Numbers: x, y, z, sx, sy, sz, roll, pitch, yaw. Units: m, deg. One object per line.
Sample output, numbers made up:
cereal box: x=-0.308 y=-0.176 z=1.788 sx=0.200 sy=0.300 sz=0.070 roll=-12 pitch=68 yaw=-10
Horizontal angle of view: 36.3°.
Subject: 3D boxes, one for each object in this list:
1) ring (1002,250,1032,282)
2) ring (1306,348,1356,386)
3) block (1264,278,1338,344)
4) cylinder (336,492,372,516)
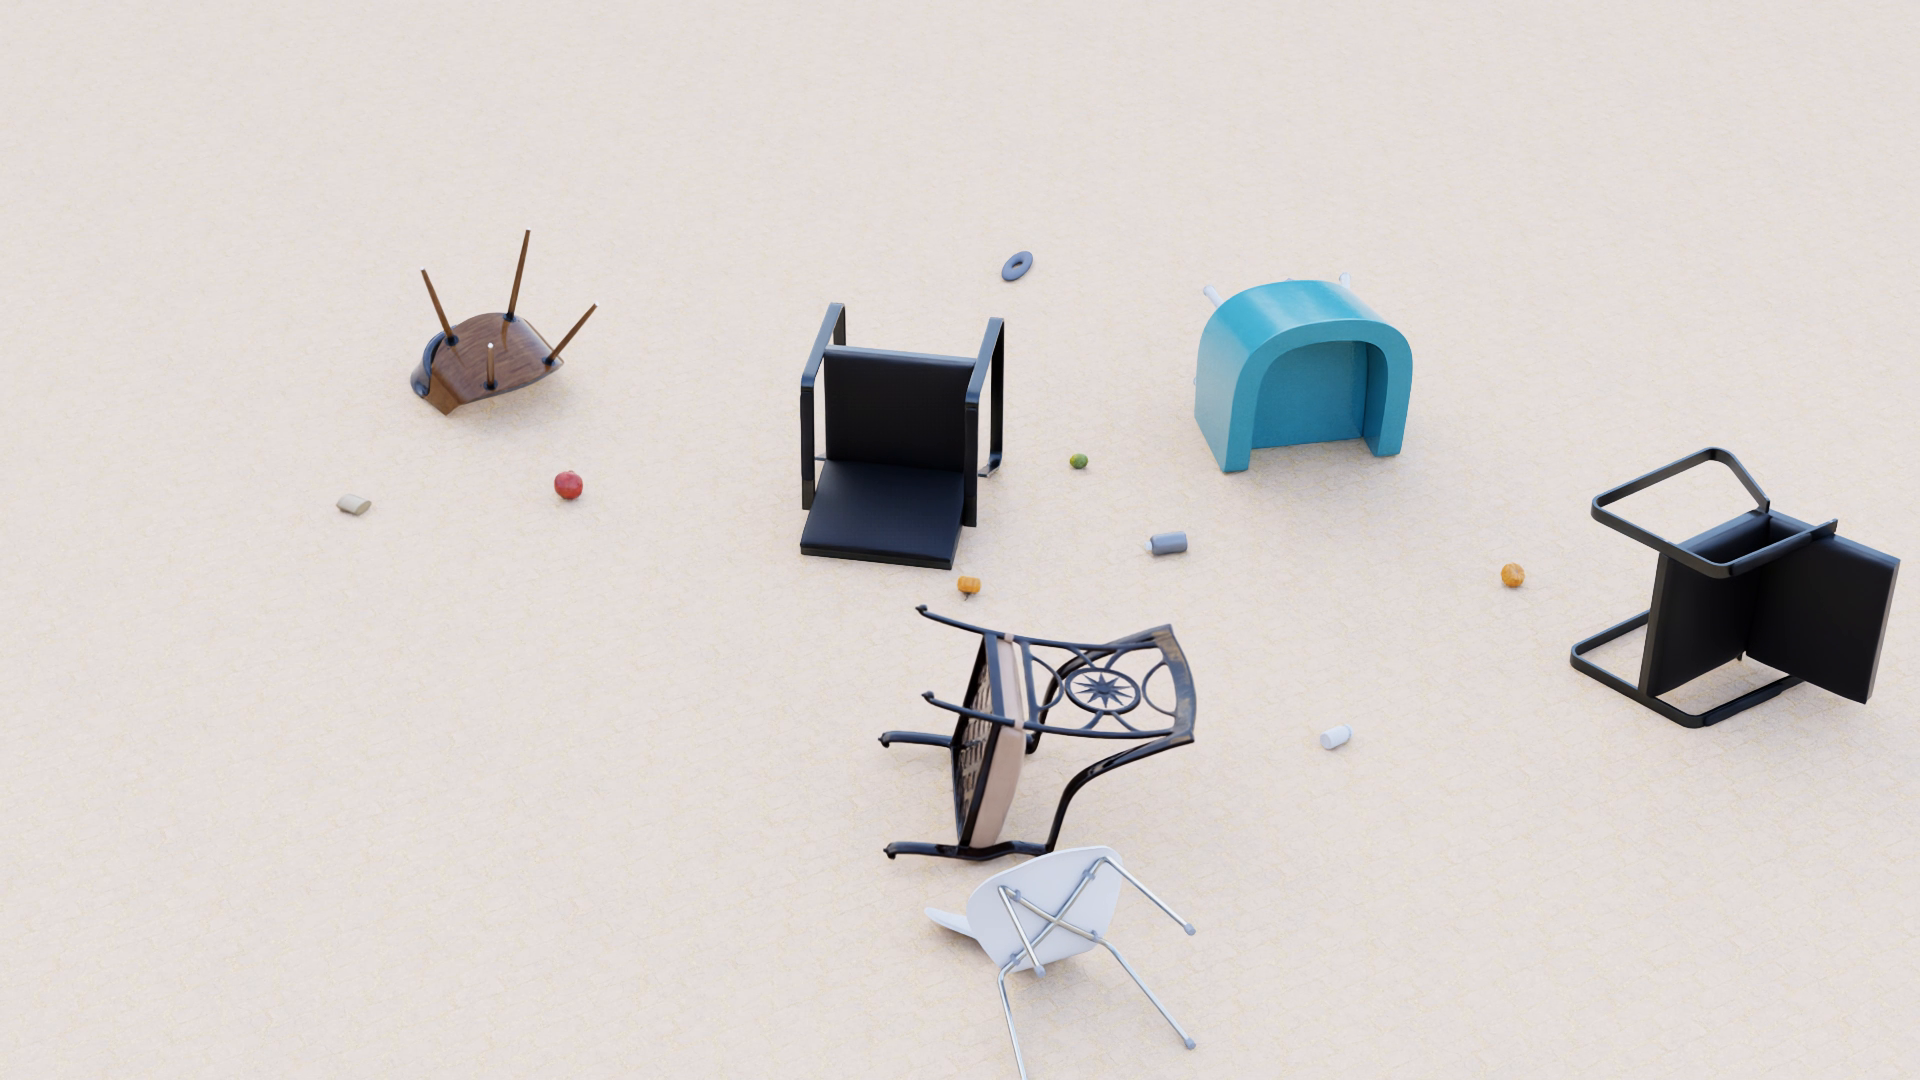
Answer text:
ring: x=0.248 y=-1.188 z=12.713 sx=0.108 sy=0.039 sz=0.264 roll=12 pitch=36 yaw=18
ring: x=1.510 y=-0.706 z=11.933 sx=0.286 sy=0.093 sz=0.118 roll=-29 pitch=41 yaw=-35
block: x=1.421 y=-0.956 z=12.249 sx=0.239 sy=0.161 sz=0.173 roll=24 pitch=40 yaw=31
cylinder: x=-2.297 y=-0.136 z=11.112 sx=0.098 sy=0.042 sz=0.091 roll=26 pitch=36 yaw=17
